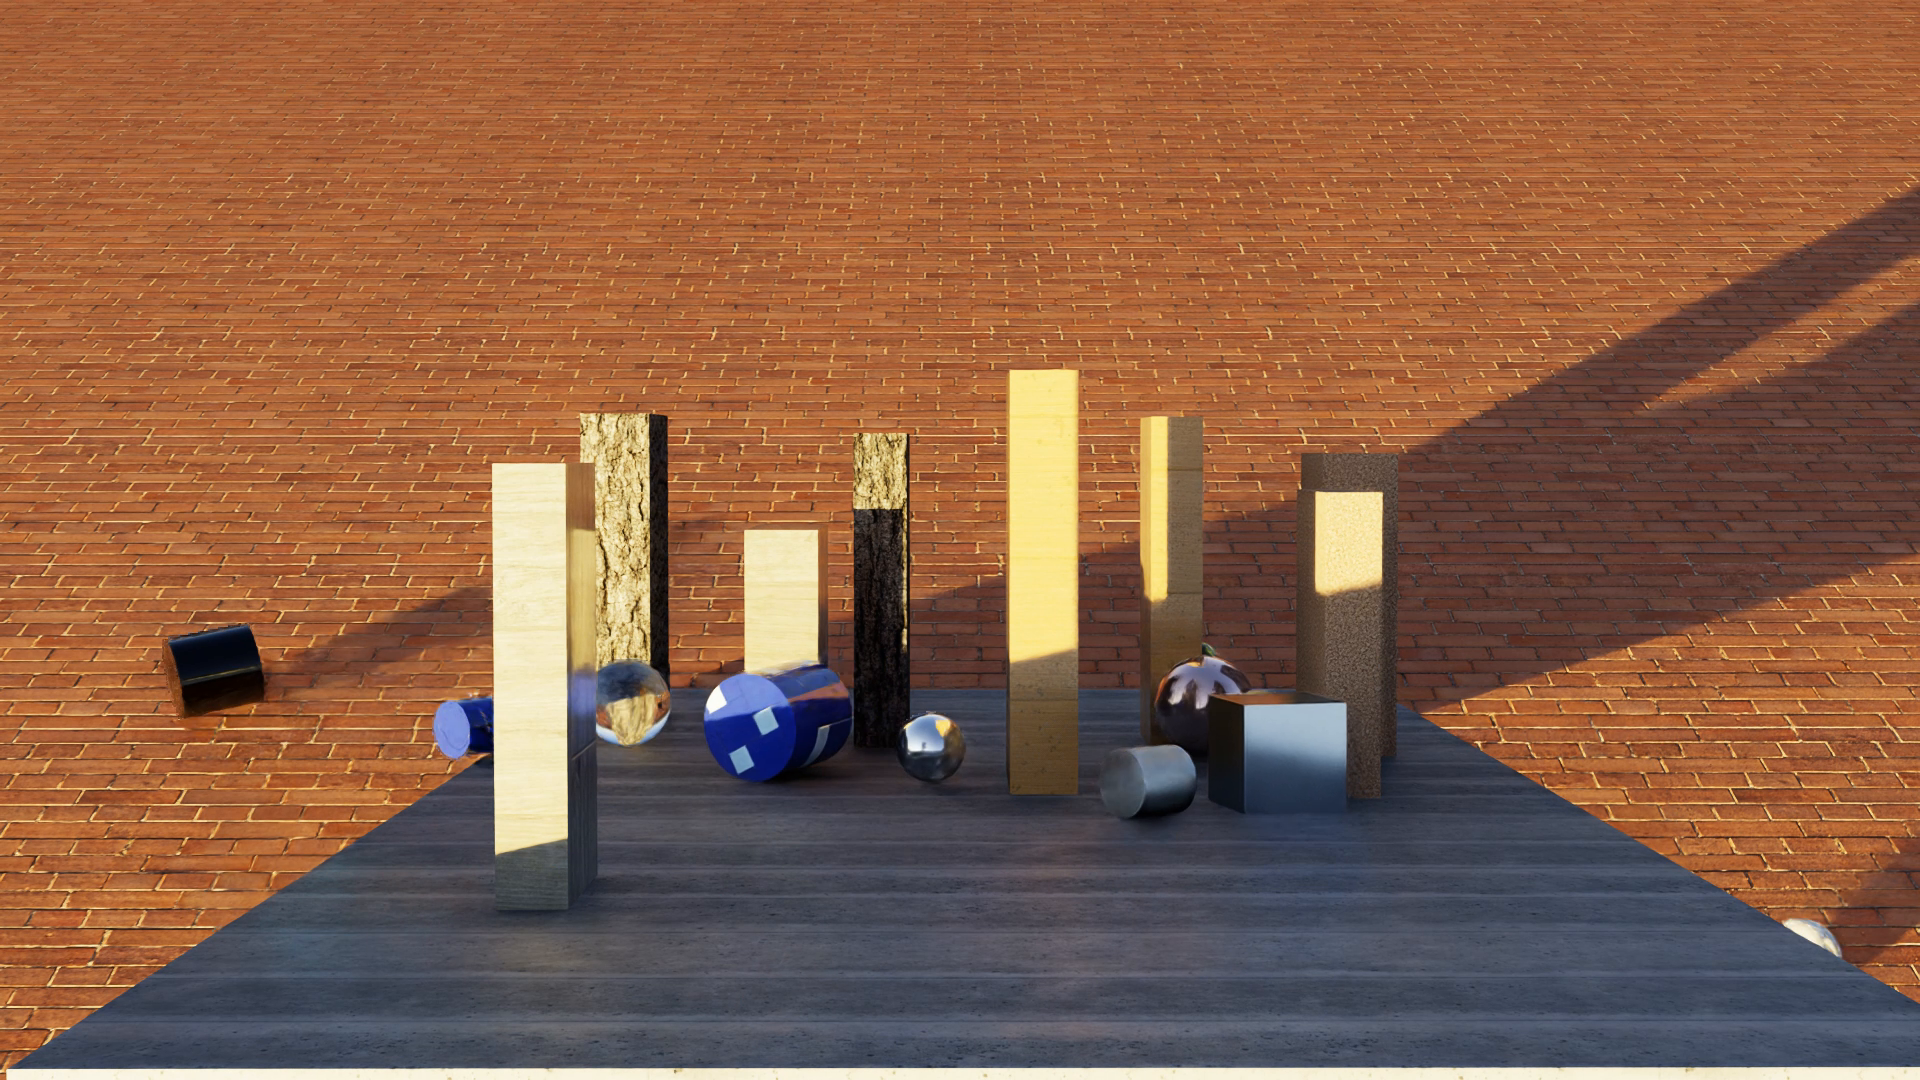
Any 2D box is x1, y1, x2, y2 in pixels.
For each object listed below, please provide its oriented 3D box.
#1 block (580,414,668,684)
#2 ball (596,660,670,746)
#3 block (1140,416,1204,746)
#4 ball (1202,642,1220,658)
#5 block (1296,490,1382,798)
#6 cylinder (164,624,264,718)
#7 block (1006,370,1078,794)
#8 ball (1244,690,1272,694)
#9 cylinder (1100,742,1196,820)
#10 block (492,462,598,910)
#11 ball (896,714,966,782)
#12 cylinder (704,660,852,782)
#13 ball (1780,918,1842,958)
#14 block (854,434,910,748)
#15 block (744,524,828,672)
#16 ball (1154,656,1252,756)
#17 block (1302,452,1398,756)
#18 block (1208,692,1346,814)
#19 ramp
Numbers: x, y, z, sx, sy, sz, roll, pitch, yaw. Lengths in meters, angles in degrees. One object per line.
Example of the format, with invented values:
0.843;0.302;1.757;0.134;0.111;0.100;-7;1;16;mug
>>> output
-0.744;0.064;5.743;0.148;0.687;0.361;0;2;0;block
-0.684;0.335;5.295;0.178;0.178;0.178;0;24;0;ball
0.440;0.083;5.378;0.105;0.676;0.301;0;2;0;block
0.617;0.321;6.668;0.115;0.115;0.115;0;24;0;ball
0.686;0.178;4.687;0.099;0.535;0.379;0;2;0;block
-1.915;0.337;6.615;0.204;0.204;0.204;-12;27;-25;cylinder
0.148;0.070;4.713;0.121;0.749;0.336;0;2;0;block
0.578;0.361;4.997;0.140;0.140;0.140;0;24;0;ball
0.314;0.402;4.292;0.114;0.114;0.114;-5;23;-36;cylinder
-0.569;0.190;3.553;0.096;0.592;0.282;0;2;0;block
-0.053;0.381;4.727;0.126;0.126;0.126;0;24;0;ball
-0.339;0.335;4.813;0.201;0.201;0.201;13;11;26;cylinder
1.776;0.883;5.441;0.167;0.167;0.167;0;24;0;ball
-0.163;0.097;5.448;0.108;0.643;0.372;0;2;0;block
-0.353;0.199;5.296;0.145;0.451;0.406;0;2;0;block
0.488;0.330;5.137;0.199;0.199;0.199;0;24;0;ball
0.792;0.124;5.262;0.149;0.602;0.319;0;2;0;block
0.543;0.364;4.420;0.182;0.182;0.182;-1;2;-14;block
0.055;0.501;4.547;2.000;0.100;4.000;0;2;0;ramp
